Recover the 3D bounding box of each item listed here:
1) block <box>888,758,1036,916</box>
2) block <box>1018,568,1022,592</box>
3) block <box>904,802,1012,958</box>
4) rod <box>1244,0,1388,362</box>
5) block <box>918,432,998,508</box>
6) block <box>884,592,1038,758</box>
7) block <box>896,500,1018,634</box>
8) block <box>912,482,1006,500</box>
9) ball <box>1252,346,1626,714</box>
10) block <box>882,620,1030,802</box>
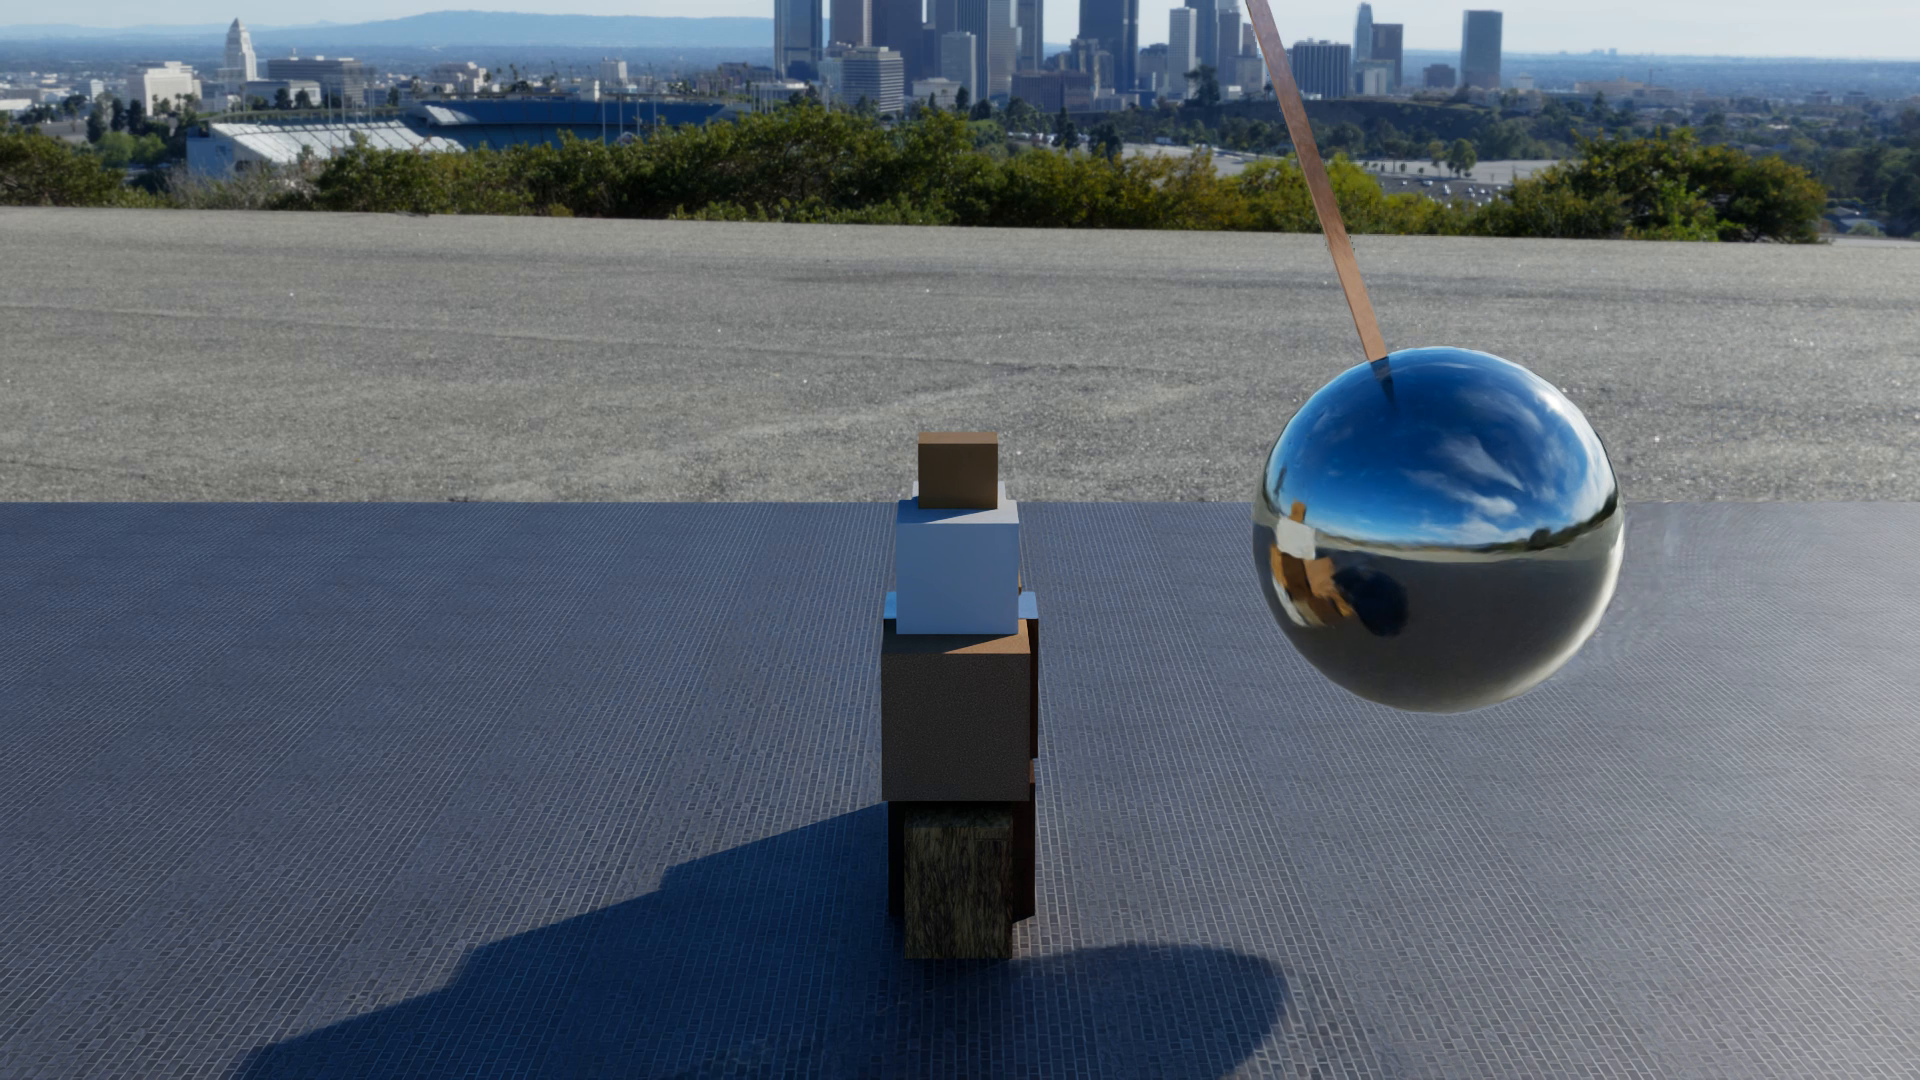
[{"bbox_3d":[0.007,1.249,11.076,0.617,0.579,0.582,0,10,0],"label":"block"},{"bbox_3d":[0.003,0.418,11.897,0.548,0.512,0.520,0,10,0],"label":"block"},{"bbox_3d":[-0.006,1.367,10.523,0.433,0.545,0.527,0,10,0],"label":"block"},{"bbox_3d":[0.899,-3.182,10.602,0.080,5.200,0.080,-20,10,4],"label":"rod"},{"bbox_3d":[-0.008,-0.304,11.118,0.340,0.283,0.349,0,10,0],"label":"block"},{"bbox_3d":[0.004,0.590,11.357,0.666,0.618,0.583,0,10,0],"label":"block"},{"bbox_3d":[-0.010,0.108,10.961,0.509,0.470,0.590,0,10,0],"label":"block"},{"bbox_3d":[-0.005,0.003,11.480,0.413,0.457,0.459,0,12,0],"label":"block"},{"bbox_3d":[2.074,-0.043,11.172,1.600,1.600,1.600,0,10,0],"label":"ball"},{"bbox_3d":[-0.017,0.703,10.737,0.603,0.617,0.658,0,10,0],"label":"block"}]
